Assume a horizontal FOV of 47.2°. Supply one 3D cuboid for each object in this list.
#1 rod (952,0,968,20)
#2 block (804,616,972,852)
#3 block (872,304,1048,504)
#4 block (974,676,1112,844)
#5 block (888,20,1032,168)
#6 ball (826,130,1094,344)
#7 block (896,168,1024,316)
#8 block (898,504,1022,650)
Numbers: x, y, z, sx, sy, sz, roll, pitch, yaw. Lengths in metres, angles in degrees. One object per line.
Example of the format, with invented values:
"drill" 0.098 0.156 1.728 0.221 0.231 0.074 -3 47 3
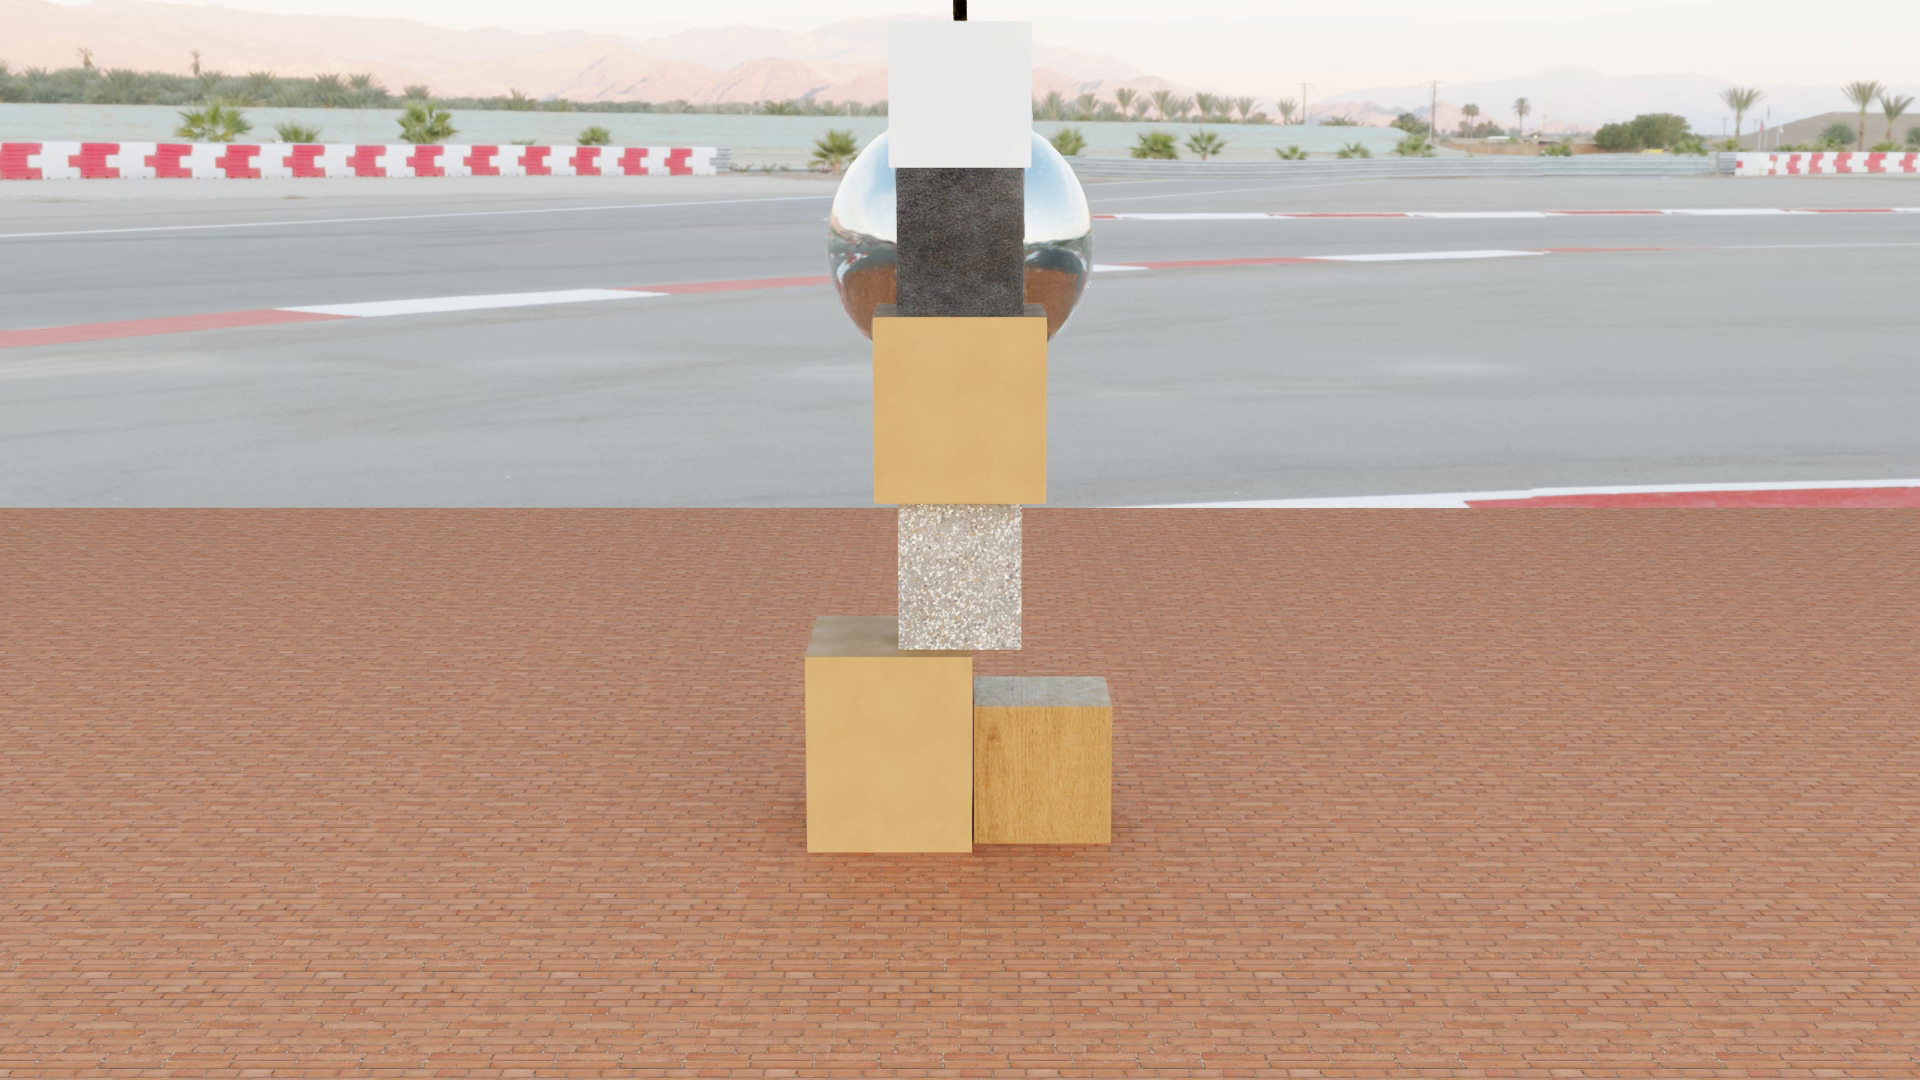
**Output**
"rod" 0.000 -4.635 11.348 0.080 5.200 0.080 0 33 0
"block" -0.351 0.983 11.366 0.822 1.000 0.956 0 10 0
"block" 0.000 -0.700 11.071 0.839 0.908 0.858 0 10 0
"block" 0.416 1.128 11.366 0.692 0.713 0.626 0 10 0
"block" 0.000 -2.175 10.772 0.681 0.682 0.657 0 10 0
"ball" 0.000 -1.777 13.190 1.600 1.600 1.600 0 10 0
"block" 0.000 -1.490 10.894 0.613 0.710 0.689 0 10 0
"block" 0.000 0.121 11.205 0.610 0.754 0.612 0 10 0
